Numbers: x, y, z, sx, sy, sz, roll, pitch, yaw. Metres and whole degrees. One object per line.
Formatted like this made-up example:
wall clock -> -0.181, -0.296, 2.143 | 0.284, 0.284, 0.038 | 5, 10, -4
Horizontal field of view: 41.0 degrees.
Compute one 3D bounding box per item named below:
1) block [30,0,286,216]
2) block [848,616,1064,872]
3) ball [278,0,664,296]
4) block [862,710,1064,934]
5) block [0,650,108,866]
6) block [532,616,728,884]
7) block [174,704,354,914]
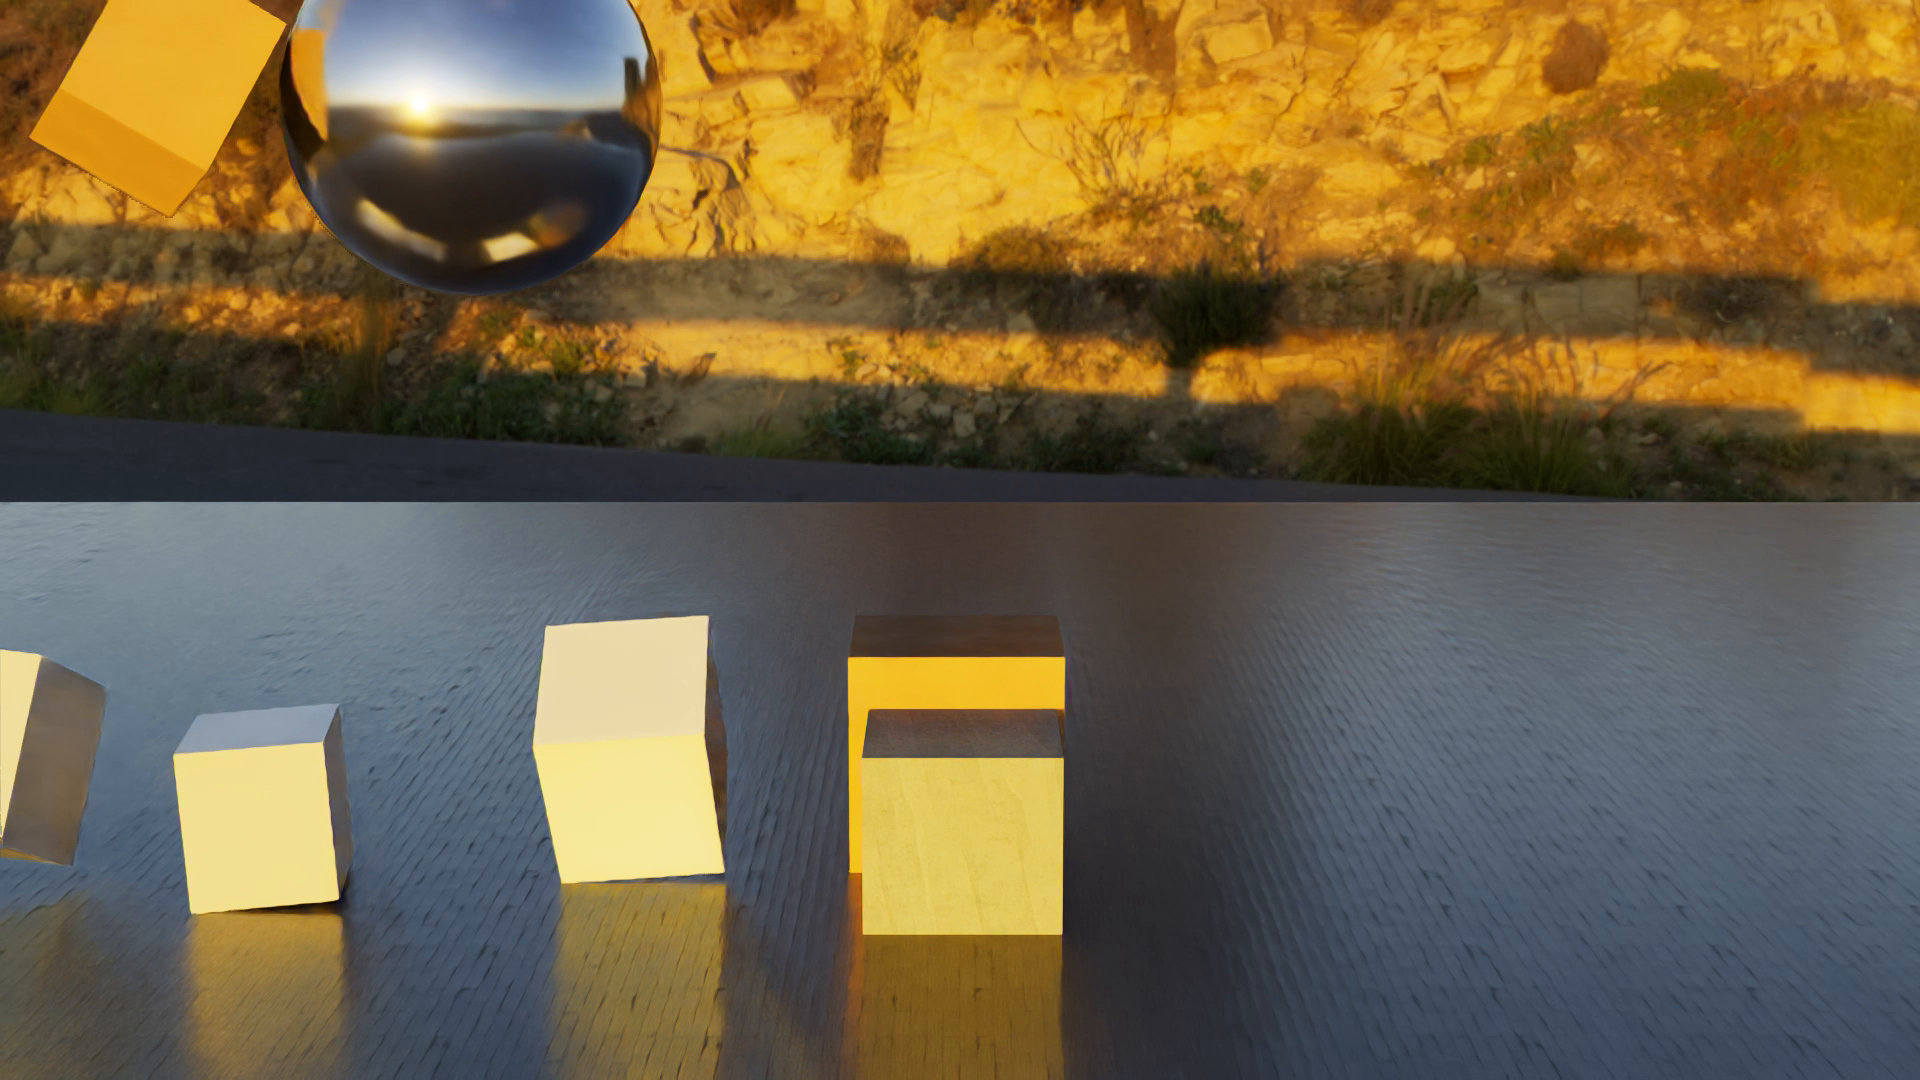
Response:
block -> -3.307, -1.892, 10.573 | 0.634, 0.743, 0.661 | 30, -23, -22
block -> -0.016, 0.918, 11.775 | 0.950, 0.981, 0.893 | 0, 10, 0
ball -> -2.058, -1.836, 10.846 | 1.600, 1.600, 1.600 | 0, 10, 0
block -> 0.010, 1.187, 10.937 | 0.824, 0.752, 0.819 | 0, 10, 0
block -> -4.282, 0.899, 10.947 | 0.878, 0.797, 0.837 | 7, -13, 2
block -> -1.429, 0.920, 11.290 | 0.716, 0.845, 0.753 | -4, 40, -1
block -> -3.017, 1.156, 11.168 | 0.614, 0.698, 0.686 | -4, 11, -7
